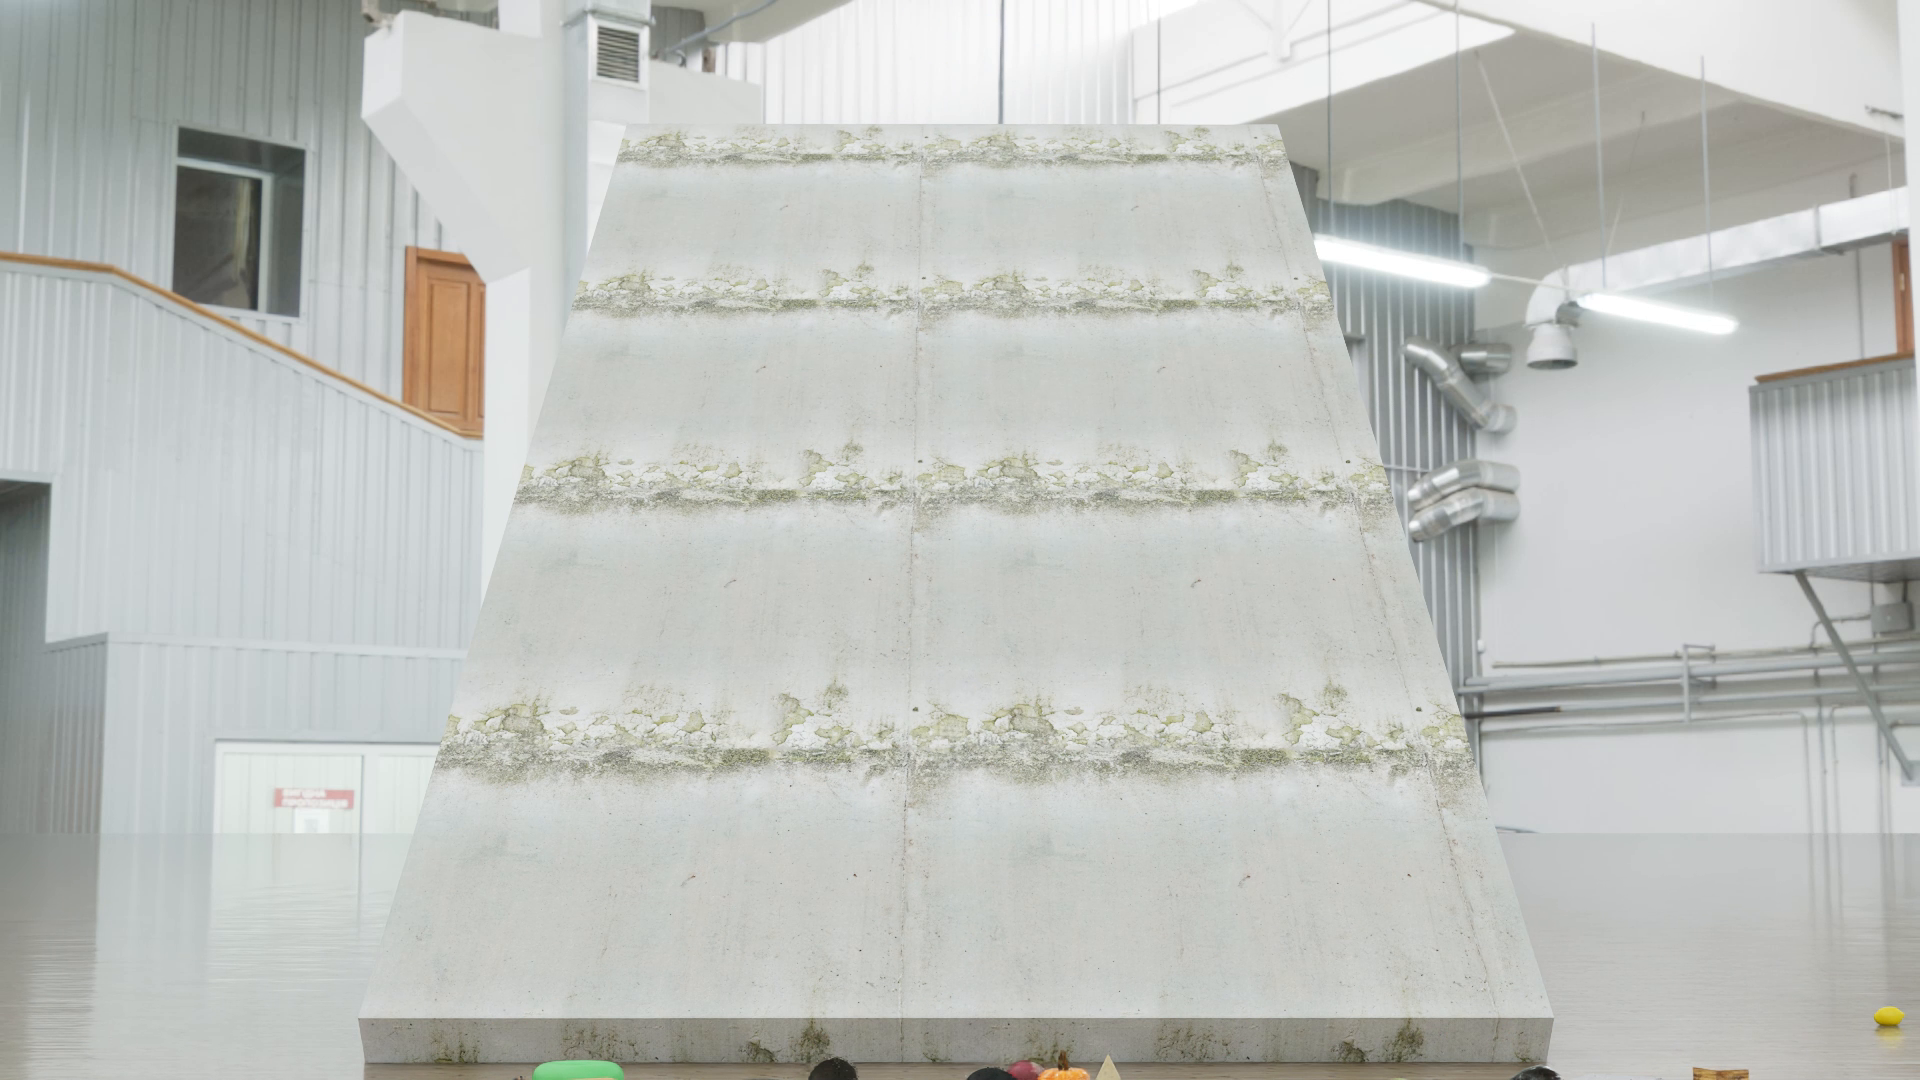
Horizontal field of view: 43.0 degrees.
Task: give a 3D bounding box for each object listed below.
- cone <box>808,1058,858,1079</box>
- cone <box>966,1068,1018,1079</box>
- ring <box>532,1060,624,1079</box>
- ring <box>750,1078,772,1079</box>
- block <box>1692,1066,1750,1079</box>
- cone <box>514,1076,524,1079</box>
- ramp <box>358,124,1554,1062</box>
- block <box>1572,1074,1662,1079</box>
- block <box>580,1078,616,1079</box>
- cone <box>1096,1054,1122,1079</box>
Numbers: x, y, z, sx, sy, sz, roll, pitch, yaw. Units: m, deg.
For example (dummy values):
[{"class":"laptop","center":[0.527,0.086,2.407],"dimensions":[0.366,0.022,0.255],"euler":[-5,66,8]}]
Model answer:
[{"class":"cone","center":[-0.177,0.797,3.520],"dimensions":[0.072,0.072,0.072],"euler":[-1,-33,10]},{"class":"cone","center":[0.029,0.750,3.164],"dimensions":[0.097,0.097,0.097],"euler":[3,-34,-22]},{"class":"ring","center":[-0.573,0.807,3.653],"dimensions":[0.136,0.045,0.136],"euler":[0,-8,0]},{"class":"ring","center":[-0.290,0.792,3.489],"dimensions":[0.105,0.035,0.105],"euler":[0,-8,0]},{"class":"block","center":[1.084,0.780,3.467],"dimensions":[0.055,0.055,0.055],"euler":[2,-7,-18]},{"class":"cone","center":[-0.611,0.791,3.433],"dimensions":[0.052,0.052,0.052],"euler":[-6,-36,42]},{"class":"ramp","center":[-0.014,-0.198,5.806],"dimensions":[2.000,0.100,4.000],"euler":[0,31,0]},{"class":"block","center":[0.799,0.703,2.967],"dimensions":[0.091,0.091,0.091],"euler":[-4,-8,30]},{"class":"block","center":[-0.477,0.739,3.174],"dimensions":[0.067,0.067,0.067],"euler":[4,-8,-31]},{"class":"cone","center":[0.213,0.772,3.487],"dimensions":[0.074,0.074,0.074],"euler":[0,-7,0]}]
